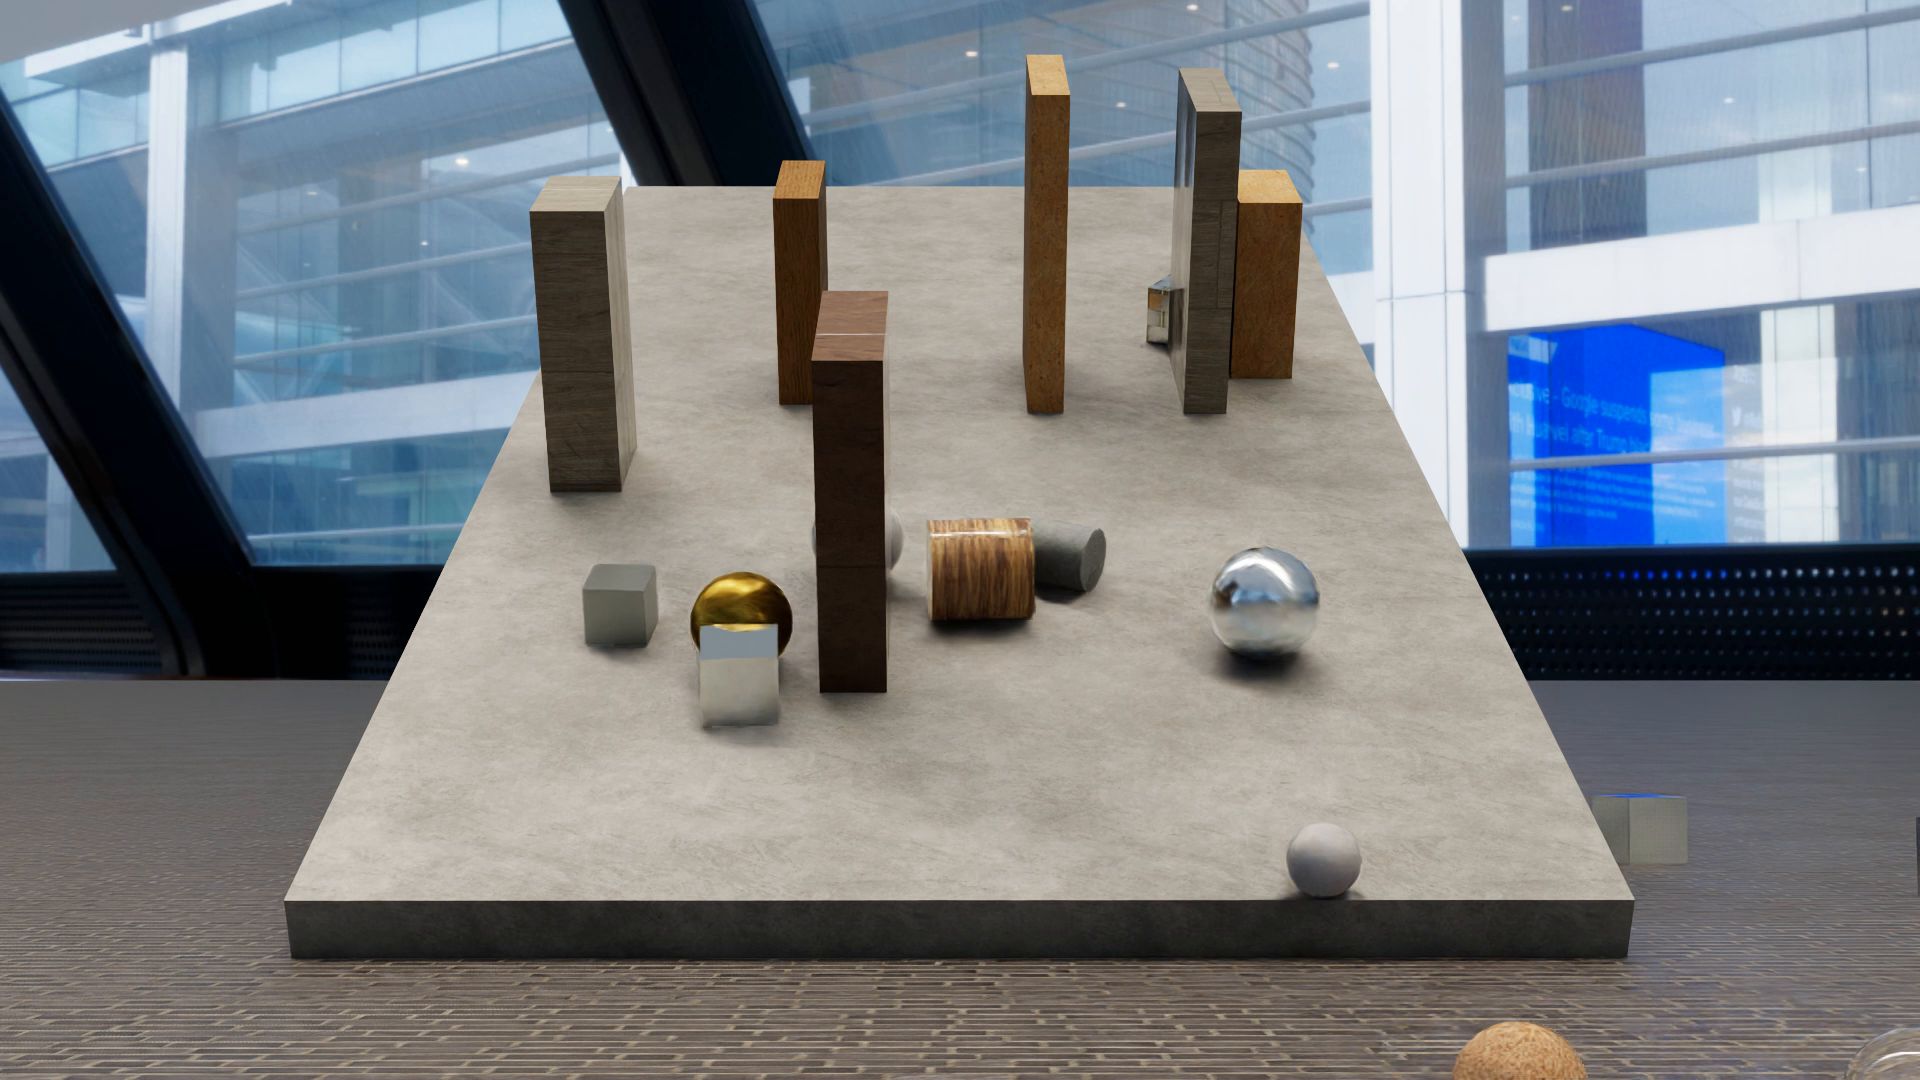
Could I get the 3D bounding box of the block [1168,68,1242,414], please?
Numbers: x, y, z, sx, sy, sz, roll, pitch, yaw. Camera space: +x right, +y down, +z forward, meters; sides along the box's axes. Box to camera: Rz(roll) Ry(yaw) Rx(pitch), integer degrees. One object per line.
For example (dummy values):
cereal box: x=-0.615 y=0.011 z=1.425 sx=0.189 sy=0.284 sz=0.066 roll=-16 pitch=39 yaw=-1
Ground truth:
block: x=0.559 y=-0.695 z=5.362 sx=0.098 sy=0.698 sz=0.431 roll=0 pitch=24 yaw=0

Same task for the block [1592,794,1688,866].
block: x=1.537 y=0.653 z=5.254 sx=0.148 sy=0.148 sz=0.148 roll=1 pitch=-3 yaw=-17

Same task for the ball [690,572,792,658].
ball: x=-0.385 y=0.146 z=4.093 sx=0.180 sy=0.180 sz=0.180 roll=0 pitch=-3 yaw=0

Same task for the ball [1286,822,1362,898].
ball: x=0.539 y=0.474 z=3.439 sx=0.111 sy=0.111 sz=0.111 roll=0 pitch=-3 yaw=0

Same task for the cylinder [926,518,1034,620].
cylinder: x=0.036 y=0.053 z=4.297 sx=0.186 sy=0.186 sz=0.186 roll=-2 pitch=-3 yaw=-4

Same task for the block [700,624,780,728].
block: x=-0.375 y=0.231 z=3.961 sx=0.130 sy=0.130 sz=0.130 roll=-2 pitch=24 yaw=-4

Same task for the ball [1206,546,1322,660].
ball: x=0.542 y=0.113 z=4.143 sx=0.203 sy=0.203 sz=0.203 roll=0 pitch=-3 yaw=0

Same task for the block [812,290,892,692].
block: x=-0.186 y=-0.089 z=4.093 sx=0.117 sy=0.611 sz=0.374 roll=0 pitch=24 yaw=0

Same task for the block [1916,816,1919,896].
block: x=1.927 y=0.602 z=4.400 sx=0.151 sy=0.151 sz=0.151 roll=2 pitch=-4 yaw=-26

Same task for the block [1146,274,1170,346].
block: x=0.558 y=-0.566 z=5.760 sx=0.142 sy=0.142 sz=0.142 roll=13 pitch=27 yaw=27

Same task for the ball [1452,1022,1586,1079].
ball: x=0.492 y=0.484 z=2.046 sx=0.117 sy=0.117 sz=0.117 roll=0 pitch=-3 yaw=0

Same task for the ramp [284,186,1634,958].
ramp: x=-0.008 y=-0.228 z=5.289 sx=2.000 sy=0.100 sz=4.000 roll=0 pitch=24 yaw=0

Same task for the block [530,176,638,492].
block: x=-0.785 y=-0.432 z=4.874 sx=0.149 sy=0.606 sz=0.270 roll=0 pitch=24 yaw=0

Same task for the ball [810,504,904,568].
ball: x=-0.196 y=-0.004 z=4.433 sx=0.180 sy=0.180 sz=0.180 roll=0 pitch=-3 yaw=0

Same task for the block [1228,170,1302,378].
block: x=0.716 y=-0.640 z=5.572 sx=0.145 sy=0.429 sz=0.295 roll=0 pitch=24 yaw=0

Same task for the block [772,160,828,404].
block: x=-0.367 y=-0.602 z=5.407 sx=0.101 sy=0.488 sz=0.329 roll=0 pitch=24 yaw=0

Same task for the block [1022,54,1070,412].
block: x=0.195 y=-0.709 z=5.352 sx=0.083 sy=0.731 sz=0.407 roll=0 pitch=24 yaw=0

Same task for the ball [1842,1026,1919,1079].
ball: x=0.802 y=0.471 z=1.936 sx=0.129 sy=0.129 sz=0.129 roll=0 pitch=-3 yaw=0

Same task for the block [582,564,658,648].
block: x=-0.618 y=0.118 z=4.237 sx=0.112 sy=0.112 sz=0.112 roll=2 pitch=24 yaw=4
